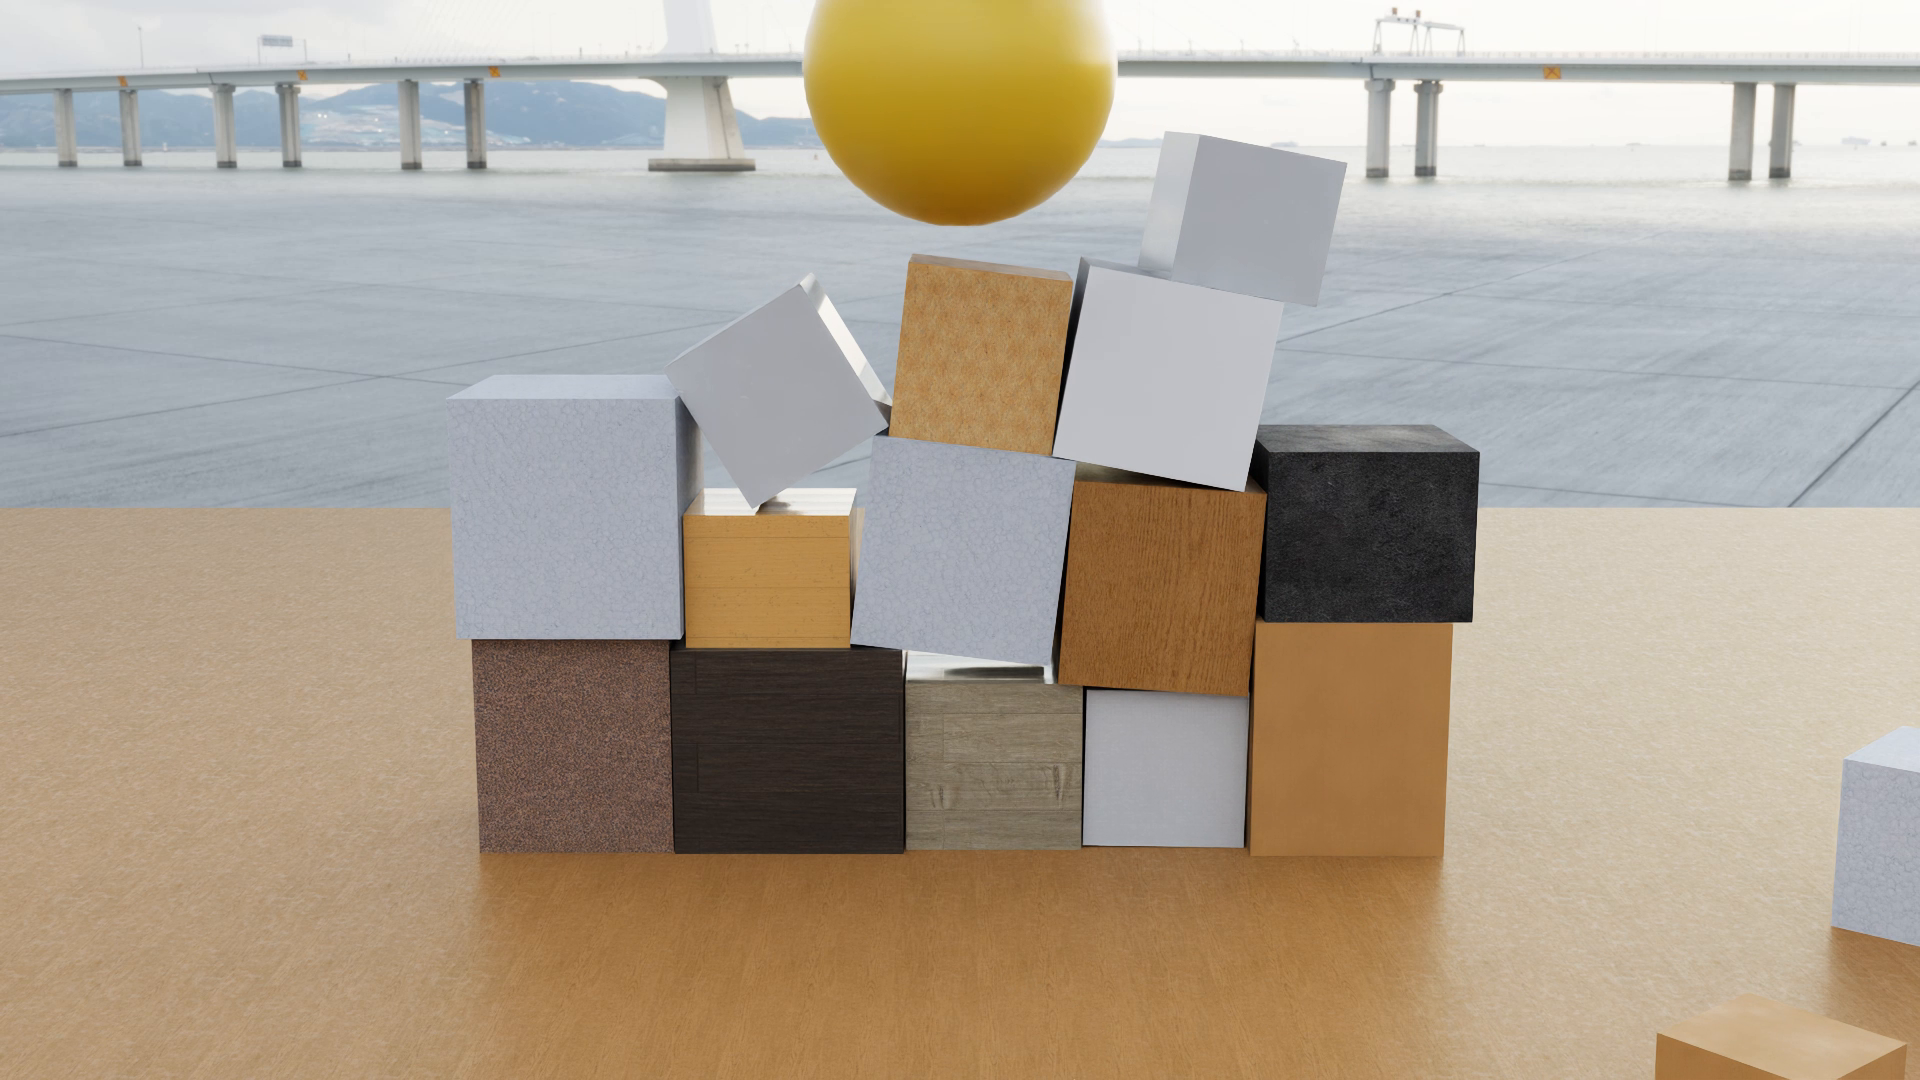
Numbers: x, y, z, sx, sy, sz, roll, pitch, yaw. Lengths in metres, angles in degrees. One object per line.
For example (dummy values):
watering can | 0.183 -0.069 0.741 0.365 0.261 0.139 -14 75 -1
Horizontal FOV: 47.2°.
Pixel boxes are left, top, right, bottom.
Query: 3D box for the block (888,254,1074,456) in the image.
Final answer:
block | 0.102 -0.944 11.030 0.798 0.851 0.785 7 10 -1

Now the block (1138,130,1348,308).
block | 1.383 -1.603 10.907 0.737 0.702 0.787 9 10 -9

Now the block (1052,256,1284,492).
block | 1.001 -0.851 11.019 0.947 0.933 0.909 11 10 -2

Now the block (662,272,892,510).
block | -0.891 -0.768 11.067 0.788 0.810 0.848 -31 9 6

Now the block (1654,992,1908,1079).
block | 2.723 1.932 7.340 0.559 0.572 0.574 -8 13 -39

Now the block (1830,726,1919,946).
block | 4.520 1.364 9.875 0.876 0.784 0.751 9 14 41

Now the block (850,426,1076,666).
block | 0.011 -0.024 11.199 0.990 1.029 0.964 7 10 -1

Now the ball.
ball | 0.000 -2.393 11.146 1.600 1.600 1.600 0 10 0

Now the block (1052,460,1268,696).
block | 0.984 0.154 11.225 0.937 1.013 0.991 4 10 -1

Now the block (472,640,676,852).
block | -1.912 0.929 11.353 0.968 1.111 0.966 0 10 0

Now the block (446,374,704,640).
block | -1.904 -0.193 11.132 1.091 1.176 1.089 0 10 0

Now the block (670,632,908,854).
block | -0.850 0.962 11.373 1.138 1.038 1.033 0 10 0

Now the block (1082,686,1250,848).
block | 1.028 1.072 11.394 0.808 0.802 0.831 1 10 0

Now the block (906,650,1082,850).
block | 0.169 1.056 11.363 0.877 0.857 0.848 0 10 0

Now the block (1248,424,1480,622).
block | 1.995 -0.103 11.174 1.014 0.841 1.041 0 10 0

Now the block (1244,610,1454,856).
block | 1.922 0.893 11.351 0.961 1.182 1.084 0 10 0

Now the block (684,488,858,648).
block | -0.947 0.130 11.196 0.810 0.663 0.836 0 10 0
